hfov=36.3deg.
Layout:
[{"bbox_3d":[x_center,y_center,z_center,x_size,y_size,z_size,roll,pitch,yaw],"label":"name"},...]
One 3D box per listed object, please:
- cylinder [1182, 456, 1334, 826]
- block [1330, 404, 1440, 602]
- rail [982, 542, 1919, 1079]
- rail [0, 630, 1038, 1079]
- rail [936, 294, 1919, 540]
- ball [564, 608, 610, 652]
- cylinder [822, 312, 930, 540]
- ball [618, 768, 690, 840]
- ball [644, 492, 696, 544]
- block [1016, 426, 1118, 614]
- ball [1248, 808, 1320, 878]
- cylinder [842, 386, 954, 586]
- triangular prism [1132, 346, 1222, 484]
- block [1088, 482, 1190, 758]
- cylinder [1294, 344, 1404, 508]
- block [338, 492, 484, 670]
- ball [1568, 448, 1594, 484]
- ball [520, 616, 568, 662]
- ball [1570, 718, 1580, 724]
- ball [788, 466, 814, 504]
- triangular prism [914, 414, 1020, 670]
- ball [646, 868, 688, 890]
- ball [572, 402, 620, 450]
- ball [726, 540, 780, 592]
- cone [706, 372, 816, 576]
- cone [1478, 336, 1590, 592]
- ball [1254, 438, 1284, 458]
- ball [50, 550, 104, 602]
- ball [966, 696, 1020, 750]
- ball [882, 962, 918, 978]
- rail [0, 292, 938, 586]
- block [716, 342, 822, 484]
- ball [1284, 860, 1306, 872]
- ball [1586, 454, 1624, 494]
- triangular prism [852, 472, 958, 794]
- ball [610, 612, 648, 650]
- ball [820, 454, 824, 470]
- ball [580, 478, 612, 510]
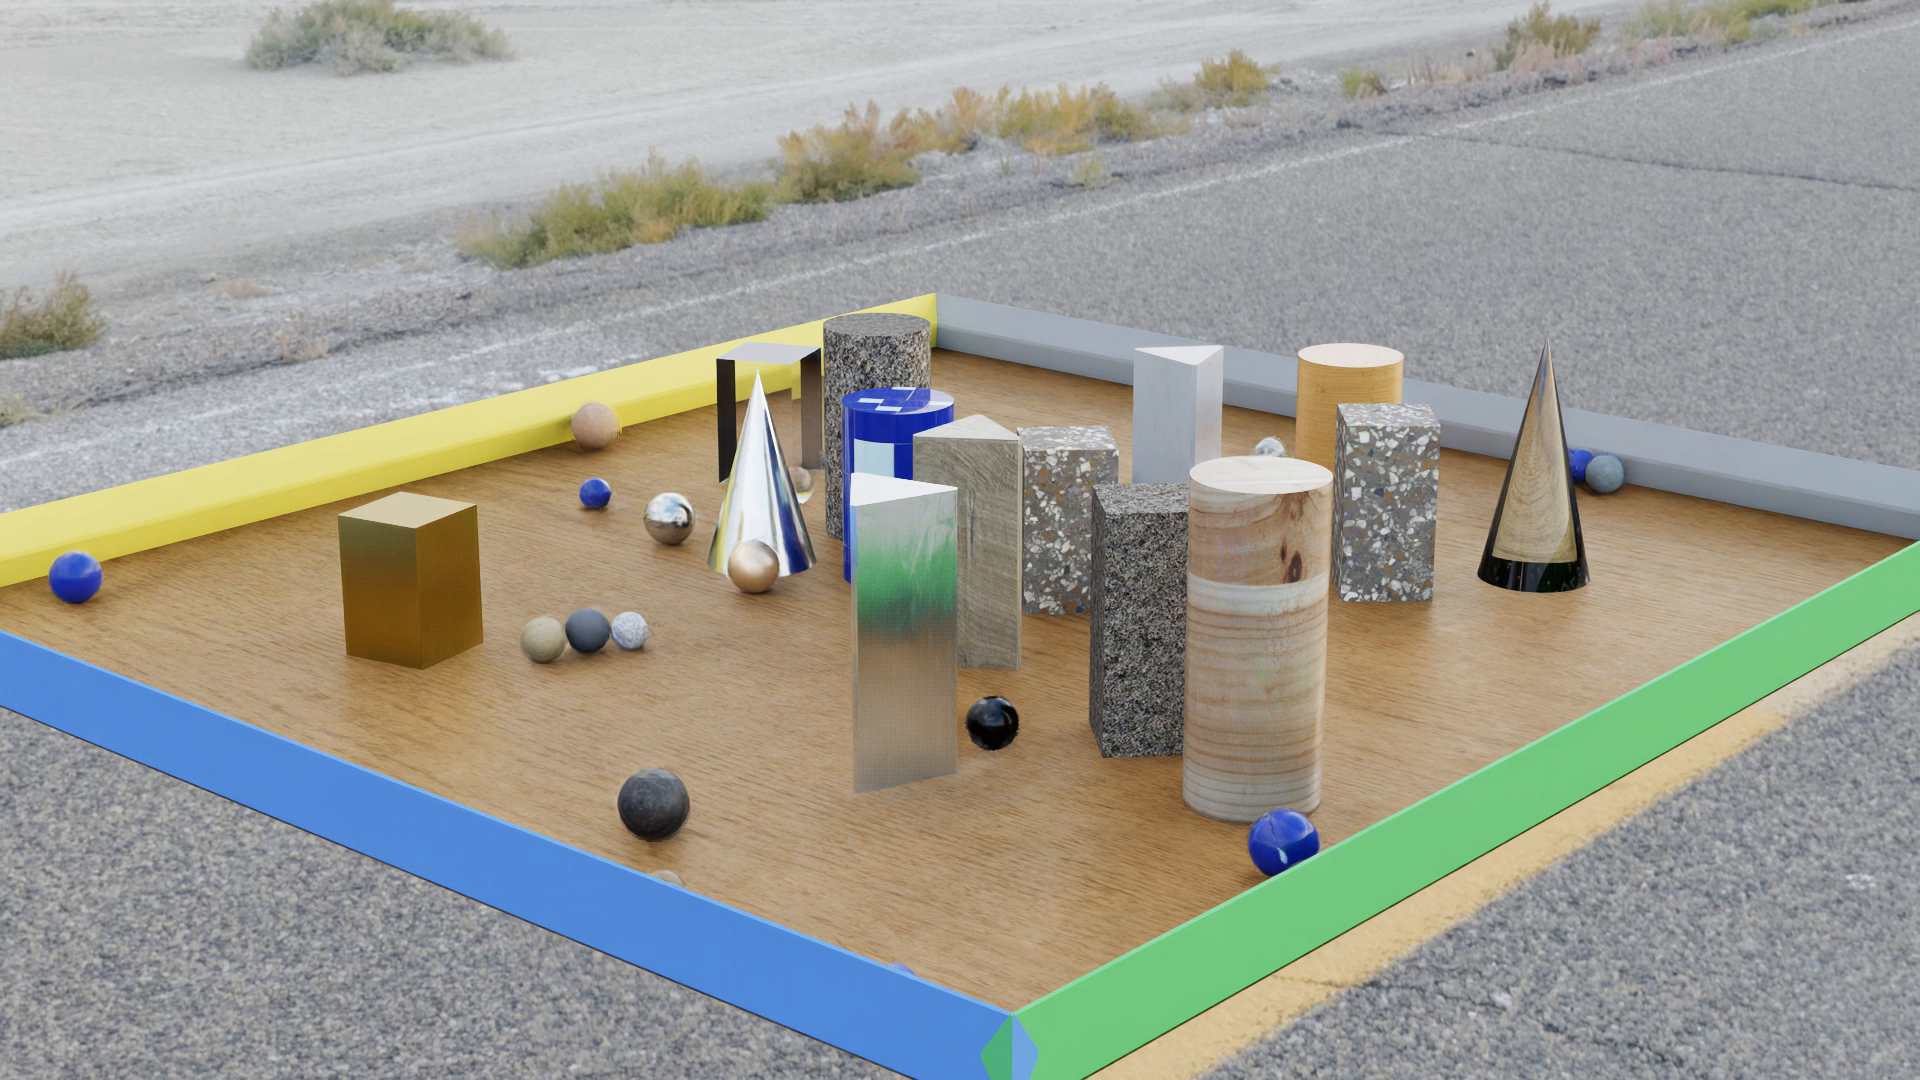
[{"bbox_3d":[0.419,0.141,4.145,0.199,0.485,0.199,0,17,0],"label":"cylinder"},{"bbox_3d":[0.743,-0.067,5.131,0.159,0.315,0.159,0,17,1],"label":"block"},{"bbox_3d":[0.971,0.275,4.313,0.045,0.129,2.838,14,22,39],"label":"rail"},{"bbox_3d":[-0.915,0.336,4.111,2.619,0.129,0.045,14,22,39],"label":"rail"},{"bbox_3d":[0.915,-0.271,6.129,2.619,0.129,0.045,14,22,39],"label":"rail"},{"bbox_3d":[-0.613,0.149,4.832,0.075,0.075,0.075,0,17,0],"label":"ball"},{"bbox_3d":[-0.153,-0.209,5.461,0.199,0.396,0.199,0,17,0],"label":"cylinder"},{"bbox_3d":[-0.425,0.366,4.069,0.099,0.099,0.099,0,17,0],"label":"ball"},{"bbox_3d":[-0.536,-0.040,5.420,0.097,0.097,0.097,0,17,0],"label":"ball"},{"bbox_3d":[0.183,-0.035,5.069,0.159,0.290,0.159,-1,17,-4],"label":"block"},{"bbox_3d":[0.434,0.408,3.935,0.096,0.096,0.096,0,17,0],"label":"ball"},{"bbox_3d":[-0.109,-0.091,5.200,0.199,0.322,0.199,0,17,0],"label":"cylinder"},{"bbox_3d":[0.447,-0.219,5.665,0.149,0.298,0.172,-13,21,-36],"label":"triangular prism"},{"bbox_3d":[0.285,0.119,4.403,0.159,0.379,0.159,-1,17,-5],"label":"block"},{"bbox_3d":[0.740,-0.203,5.596,0.199,0.307,0.199,0,17,0],"label":"cylinder"},{"bbox_3d":[-0.902,0.065,4.823,0.159,0.240,0.159,9,19,28],"label":"block"},{"bbox_3d":[1.227,-0.146,5.819,0.070,0.070,0.070,0,17,0],"label":"ball"},{"bbox_3d":[-0.679,0.162,4.787,0.075,0.075,0.075,0,17,0],"label":"ball"},{"bbox_3d":[0.926,0.298,4.341,0.071,0.071,0.071,0,17,0],"label":"ball"},{"bbox_3d":[-0.320,-0.105,5.675,0.075,0.075,0.075,0,17,0],"label":"ball"},{"bbox_3d":[0.021,0.000,4.784,0.172,0.386,0.149,2,17,7],"label":"triangular prism"},{"bbox_3d":[-0.387,0.460,3.813,0.066,0.066,0.066,0,17,0],"label":"ball"},{"bbox_3d":[-0.754,-0.236,6.068,0.099,0.099,0.099,0,17,0],"label":"ball"},{"bbox_3d":[-0.363,0.046,5.141,0.092,0.092,0.092,0,17,0],"label":"ball"},{"bbox_3d":[-0.360,-0.132,5.275,0.199,0.357,0.199,0,17,0],"label":"cone"},{"bbox_3d":[1.025,-0.148,5.178,0.199,0.442,0.199,0,17,0],"label":"cone"},{"bbox_3d":[0.627,-0.176,5.936,0.060,0.060,0.060,0,17,0],"label":"ball"},{"bbox_3d":[-1.535,0.063,5.091,0.090,0.090,0.090,0,17,0],"label":"ball"},{"bbox_3d":[0.049,0.275,4.402,0.081,0.081,0.081,0,17,0],"label":"ball"},{"bbox_3d":[-0.083,0.546,3.500,0.082,0.082,0.082,0,17,0],"label":"ball"},{"bbox_3d":[-0.971,-0.211,5.927,0.045,0.129,2.838,14,22,39],"label":"rail"},{"bbox_3d":[-0.378,-0.249,5.839,0.159,0.255,0.159,6,18,18],"label":"block"},{"bbox_3d":[0.454,0.453,3.823,0.073,0.073,0.073,0,17,0],"label":"ball"},{"bbox_3d":[1.266,-0.129,5.753,0.076,0.076,0.076,0,17,0],"label":"ball"},{"bbox_3d":[-0.115,0.128,4.279,0.172,0.433,0.149,-10,19,-30],"label":"triangular prism"},{"bbox_3d":[-0.547,0.150,4.849,0.062,0.062,0.062,0,17,0],"label":"ball"},{"bbox_3d":[-0.258,-0.159,5.899,0.048,0.048,0.048,0,17,0],"label":"ball"},{"bbox_3d":[-0.702,-0.089,5.643,0.061,0.061,0.061,0,17,0],"label":"ball"}]
